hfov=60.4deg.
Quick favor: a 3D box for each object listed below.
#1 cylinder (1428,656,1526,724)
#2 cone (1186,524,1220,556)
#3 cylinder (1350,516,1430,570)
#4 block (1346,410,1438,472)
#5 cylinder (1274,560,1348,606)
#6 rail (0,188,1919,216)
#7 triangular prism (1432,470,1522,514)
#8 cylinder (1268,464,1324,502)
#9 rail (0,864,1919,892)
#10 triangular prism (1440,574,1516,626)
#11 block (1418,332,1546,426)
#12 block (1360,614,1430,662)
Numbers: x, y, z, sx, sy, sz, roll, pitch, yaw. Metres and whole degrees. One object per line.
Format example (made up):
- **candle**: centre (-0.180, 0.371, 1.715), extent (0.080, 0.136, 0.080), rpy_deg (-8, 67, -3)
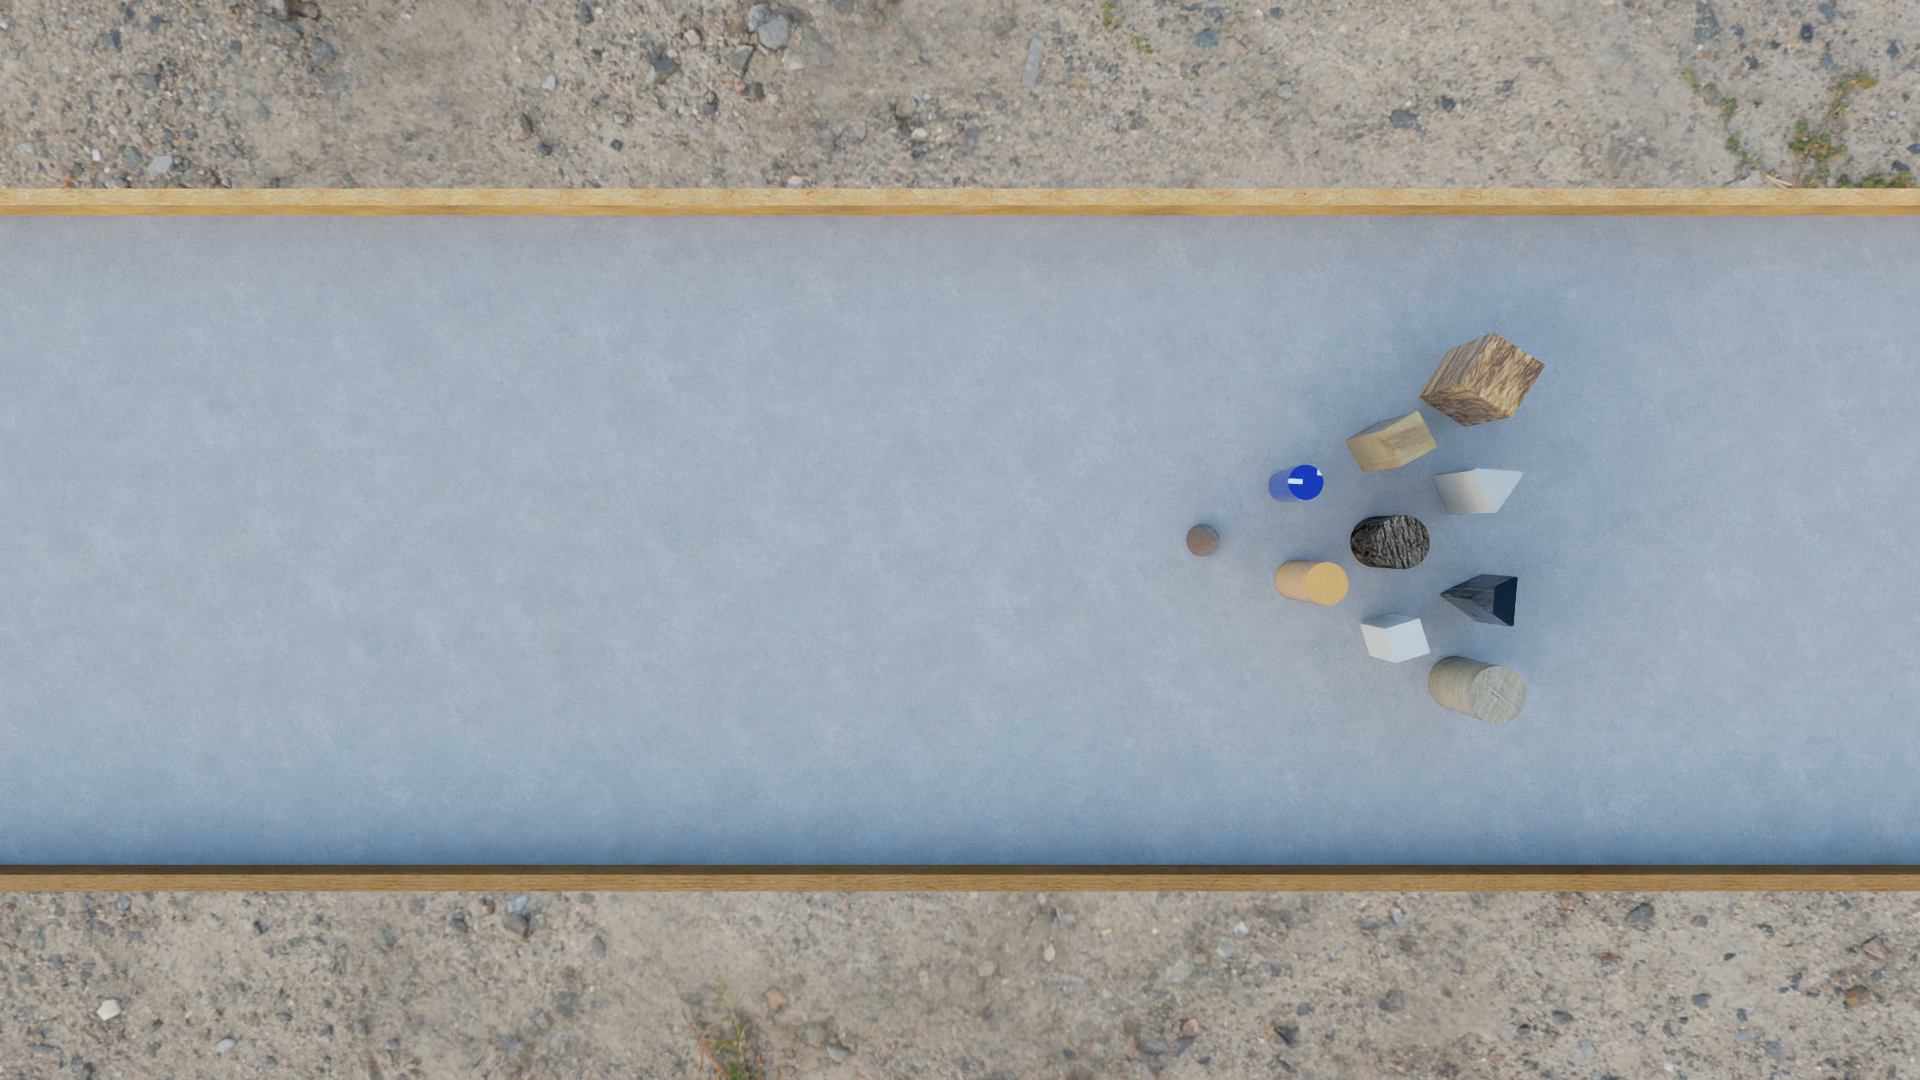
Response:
- **cylinder**: centre (1.523, 0.439, 4.873), extent (0.165, 0.406, 0.165), rpy_deg (0, 90, 0)
- **cone**: centre (0.747, 0.001, 4.908), extent (0.101, 0.336, 0.101), rpy_deg (0, 90, 0)
- **cylinder**: centre (1.279, 0.006, 4.919), extent (0.157, 0.314, 0.157), rpy_deg (0, 90, 0)
- **block**: centre (1.264, -0.285, 4.855), extent (0.115, 0.443, 0.115), rpy_deg (-30, 90, 0)
- **cylinder**: centre (1.029, 0.122, 4.850), extent (0.121, 0.452, 0.121), rpy_deg (0, 90, 0)
- **rail**: centre (-2.247, -1.025, 5.002), extent (12.000, 0.150, 0.050), rpy_deg (0, 90, 0)
- **triangular prism**: centre (1.502, -0.166, 4.868), extent (0.118, 0.418, 0.136), rpy_deg (35, 90, 0)
- **cylinder**: centre (1.001, -0.167, 4.925), extent (0.102, 0.302, 0.102), rpy_deg (0, 90, 0)
- **rail**: centre (-2.247, 1.025, 5.001), extent (12.000, 0.150, 0.050), rpy_deg (0, 90, 0)
- **triangular prism**: centre (1.572, 0.158, 4.919), extent (0.144, 0.314, 0.124), rpy_deg (35, 90, 0)
- **block**: centre (1.529, -0.466, 4.859), extent (0.172, 0.435, 0.172), rpy_deg (32, 90, 0)
- **block**: centre (1.295, 0.291, 4.923), extent (0.104, 0.307, 0.104), rpy_deg (-17, 90, 0)
